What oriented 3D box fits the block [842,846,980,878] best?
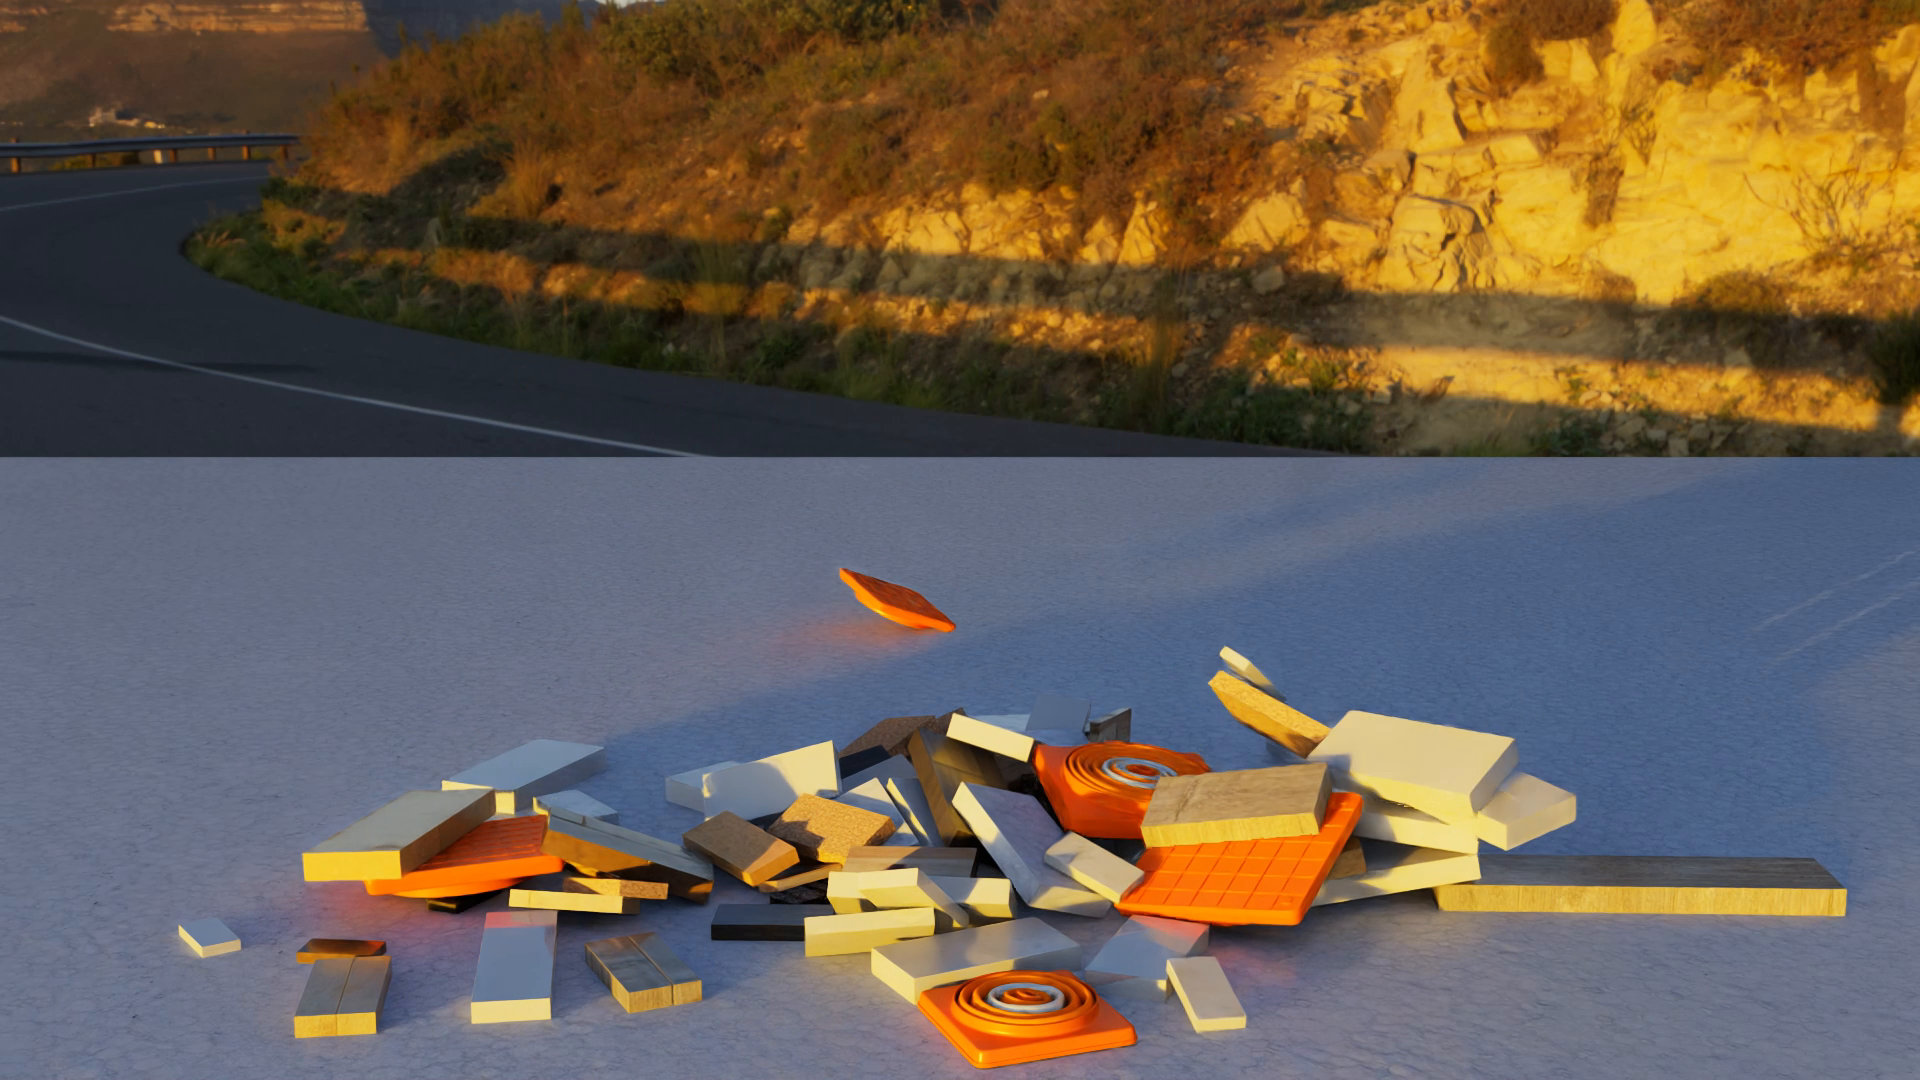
[{"bbox_3d":[-0.084,0.548,3.596,0.215,0.030,0.108,-1,30,12],"label":"block"}]

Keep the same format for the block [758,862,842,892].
[{"bbox_3d":[-0.268,0.566,3.686,0.128,0.018,0.064,-11,-2,-36],"label":"block"}]

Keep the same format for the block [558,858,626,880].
[{"bbox_3d":[-0.601,0.558,3.772,0.089,0.025,0.177,-10,15,-43],"label":"block"}]

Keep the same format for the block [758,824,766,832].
[{"bbox_3d":[-0.404,0.532,3.822,0.131,0.019,0.066,-13,20,4],"label":"block"}]

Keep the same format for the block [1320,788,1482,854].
[{"bbox_3d":[0.721,0.460,3.672,0.298,0.042,0.149,7,11,18],"label":"block"}]

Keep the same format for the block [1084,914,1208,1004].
[{"bbox_3d":[0.286,0.633,3.339,0.124,0.035,0.248,4,11,20],"label":"block"}]

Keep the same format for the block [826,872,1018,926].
[{"bbox_3d":[-0.057,0.569,3.470,0.283,0.040,0.142,1,-25,7],"label":"block"}]

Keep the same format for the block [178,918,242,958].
[{"bbox_3d":[-1.176,0.623,3.447,0.059,0.017,0.119,-7,13,-35],"label":"block"}]

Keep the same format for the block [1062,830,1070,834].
[{"bbox_3d":[0.129,0.548,3.814,0.104,0.029,0.208,2,11,9],"label":"block"}]

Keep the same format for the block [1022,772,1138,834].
[{"bbox_3d":[0.216,0.478,3.988,0.208,0.104,0.029,-1,11,-3],"label":"block"}]

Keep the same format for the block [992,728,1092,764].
[{"bbox_3d":[0.139,0.407,4.329,0.223,0.032,0.112,-2,12,-9],"label":"block"}]

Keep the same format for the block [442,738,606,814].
[{"bbox_3d":[-0.841,0.456,4.269,0.160,0.045,0.319,5,11,23],"label":"block"}]

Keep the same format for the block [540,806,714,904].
[{"bbox_3d":[-0.551,0.521,3.651,0.283,0.040,0.142,20,6,-11],"label":"block"}]

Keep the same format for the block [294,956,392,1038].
[{"bbox_3d":[-0.894,0.662,3.197,0.110,0.031,0.220,-2,11,-8],"label":"block"}]

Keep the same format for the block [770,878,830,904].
[{"bbox_3d":[-0.245,0.588,3.632,0.064,0.018,0.128,10,14,42],"label":"block"}]

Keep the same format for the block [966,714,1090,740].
[{"bbox_3d":[0.122,0.402,4.564,0.299,0.042,0.149,-1,11,-7],"label":"block"}]

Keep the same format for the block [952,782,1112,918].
[{"bbox_3d":[0.118,0.509,3.627,0.152,0.043,0.304,15,19,-32],"label":"block"}]

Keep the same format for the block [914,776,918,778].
[{"bbox_3d":[-0.051,0.441,4.063,0.075,0.021,0.150,-39,-14,33],"label":"block"}]

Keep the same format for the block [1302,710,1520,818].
[{"bbox_3d":[0.745,0.367,3.641,0.314,0.044,0.157,8,36,43],"label":"block"}]

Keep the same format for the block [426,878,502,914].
[{"bbox_3d":[-0.818,0.588,3.632,0.059,0.017,0.119,5,12,26],"label":"block"}]

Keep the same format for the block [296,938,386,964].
[{"bbox_3d":[-0.951,0.634,3.385,0.119,0.017,0.059,1,11,6],"label":"block"}]

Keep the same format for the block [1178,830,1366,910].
[{"bbox_3d":[0.514,0.538,3.648,0.298,0.042,0.149,-13,10,5],"label":"block"}]

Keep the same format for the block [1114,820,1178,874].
[{"bbox_3d":[0.320,0.528,3.806,0.104,0.029,0.208,-21,7,6],"label":"block"}]

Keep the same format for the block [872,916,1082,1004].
[{"bbox_3d":[0.025,0.633,3.325,0.284,0.040,0.142,-6,12,-28],"label":"block"}]

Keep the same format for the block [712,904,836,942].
[{"bbox_3d":[-0.296,0.608,3.498,0.187,0.027,0.094,0,11,1],"label":"block"}]

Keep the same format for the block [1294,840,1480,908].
[{"bbox_3d":[0.700,0.542,3.654,0.298,0.042,0.149,-10,10,5],"label":"block"}]

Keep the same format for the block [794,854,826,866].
[{"bbox_3d":[-0.259,0.542,3.853,0.195,0.028,0.098,0,11,1],"label":"block"}]

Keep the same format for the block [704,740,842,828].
[{"bbox_3d":[-0.336,0.450,3.951,0.247,0.035,0.123,-15,49,7],"label":"block"}]

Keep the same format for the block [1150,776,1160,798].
[{"bbox_3d":[0.440,0.479,4.213,0.143,0.020,0.072,3,11,14],"label":"block"}]

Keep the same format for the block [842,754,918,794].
[{"bbox_3d":[-0.143,0.471,4.034,0.114,0.032,0.229,46,30,17],"label":"block"}]

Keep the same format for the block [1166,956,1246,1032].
[{"bbox_3d":[0.354,0.653,3.169,0.073,0.021,0.146,-1,25,-13],"label":"block"}]
